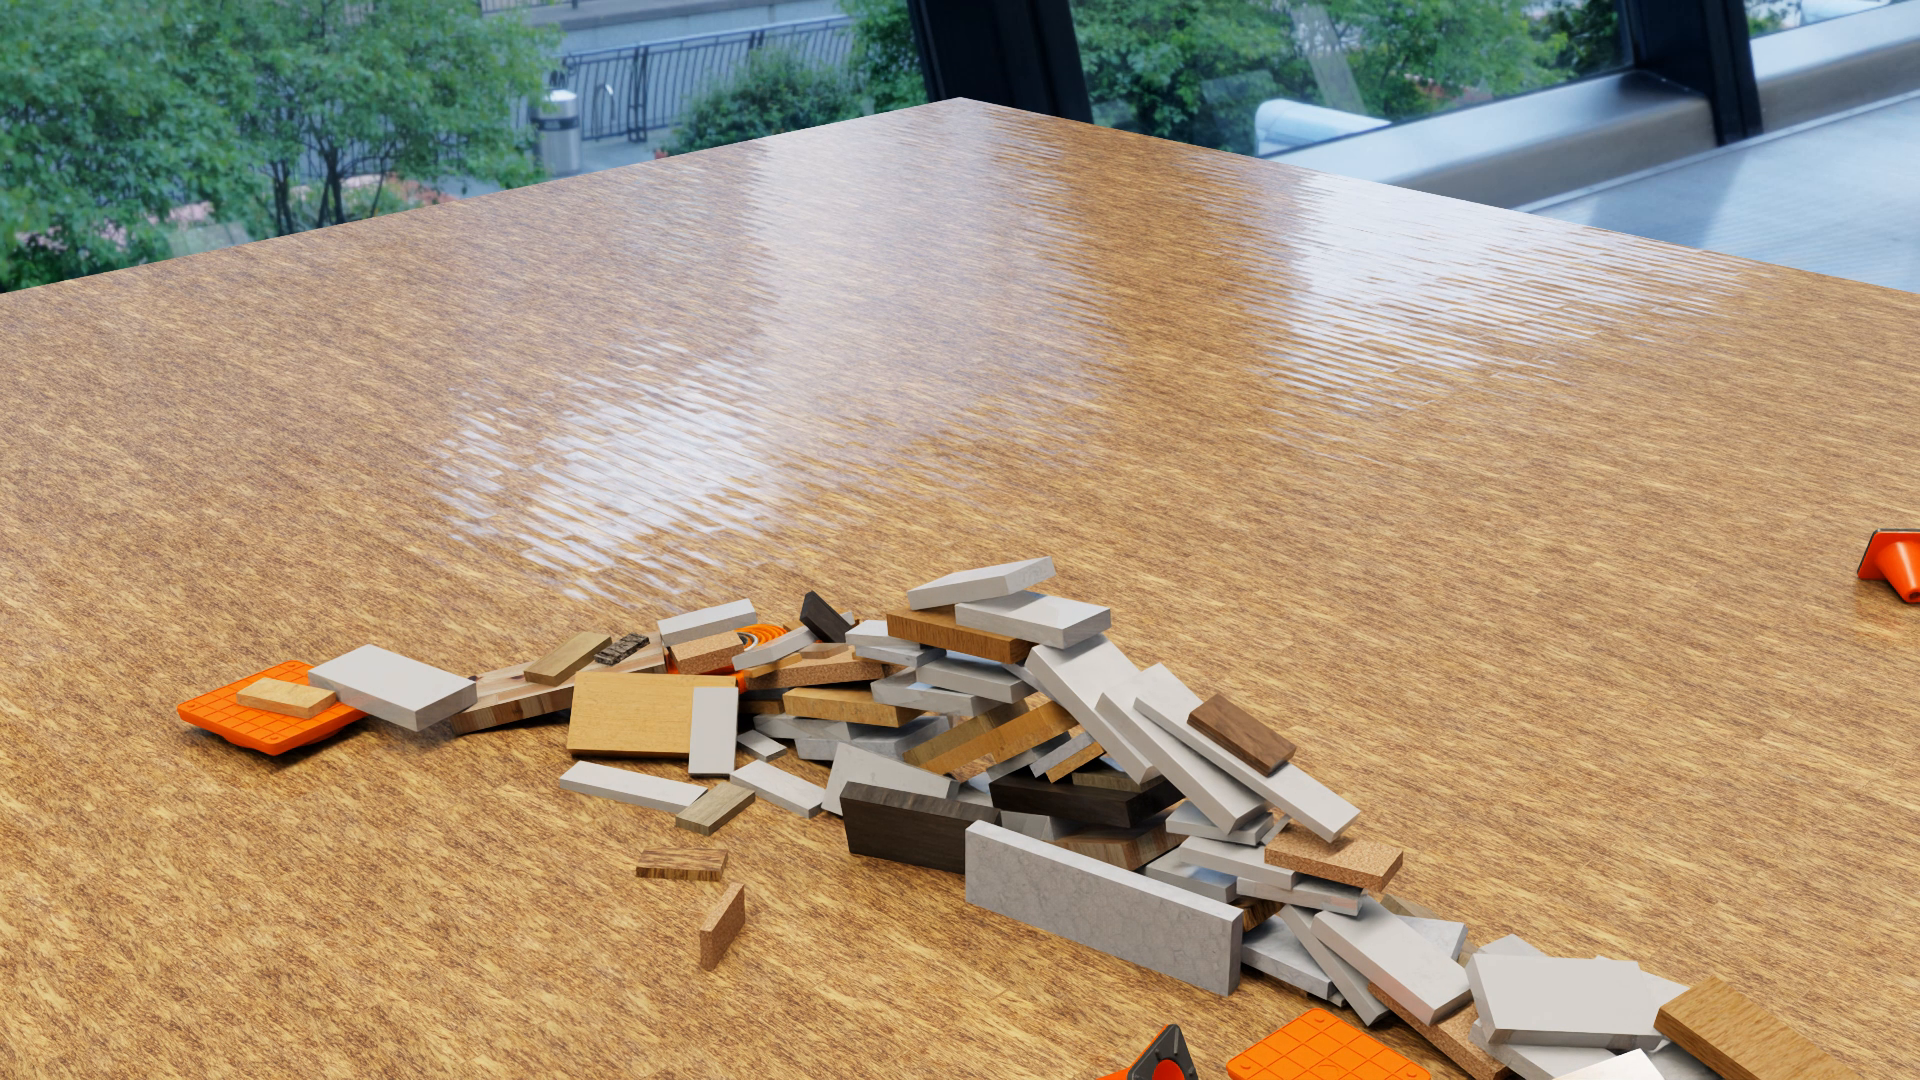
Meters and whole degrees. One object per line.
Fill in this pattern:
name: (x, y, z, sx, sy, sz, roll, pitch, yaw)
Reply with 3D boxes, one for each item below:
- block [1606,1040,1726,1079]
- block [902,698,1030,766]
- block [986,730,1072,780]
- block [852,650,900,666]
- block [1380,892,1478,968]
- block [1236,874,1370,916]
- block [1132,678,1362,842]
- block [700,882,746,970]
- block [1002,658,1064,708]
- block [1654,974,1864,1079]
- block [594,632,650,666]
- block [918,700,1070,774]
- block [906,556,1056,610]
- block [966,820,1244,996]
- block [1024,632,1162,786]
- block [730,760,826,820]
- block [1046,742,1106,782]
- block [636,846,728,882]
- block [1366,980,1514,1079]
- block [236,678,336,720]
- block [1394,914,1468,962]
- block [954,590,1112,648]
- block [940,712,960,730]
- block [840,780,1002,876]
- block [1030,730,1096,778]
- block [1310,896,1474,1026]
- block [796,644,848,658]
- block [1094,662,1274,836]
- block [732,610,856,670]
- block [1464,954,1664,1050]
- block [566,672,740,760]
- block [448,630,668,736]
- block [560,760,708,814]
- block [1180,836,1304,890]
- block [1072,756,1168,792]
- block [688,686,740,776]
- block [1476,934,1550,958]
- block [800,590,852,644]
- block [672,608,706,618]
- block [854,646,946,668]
block: (1.197, 0.878, 3.647, 0.122, 0.035, 0.244, -11, 26, -25)
block: (0.011, 0.385, 4.393, 0.131, 0.037, 0.261, -22, -6, -42)
block: (0.134, 0.419, 4.269, 0.093, 0.026, 0.185, -23, -6, -33)
block: (-0.155, 0.231, 4.456, 0.116, 0.016, 0.058, 5, 19, 35)
block: (0.888, 0.737, 3.904, 0.122, 0.035, 0.335, 24, 8, -33)
block: (0.606, 0.603, 3.871, 0.214, 0.030, 0.107, 7, 23, 22)
block: (0.507, 0.388, 3.914, 0.438, 0.025, 0.089, 34, 40, 26)
block: (-0.432, 0.702, 4.002, 0.023, 0.082, 0.164, 6, 24, 14)
block: (0.182, 0.264, 4.185, 0.086, 0.024, 0.208, -19, 39, -39)
block: (1.382, 0.896, 3.477, 0.149, 0.042, 0.576, -17, 38, -35)
block: (-0.749, 0.242, 4.872, 0.057, 0.016, 0.114, 11, 33, 40)
block: (0.071, 0.390, 4.327, 0.131, 0.037, 0.454, -22, -6, -41)
block: (0.040, 0.085, 4.314, 0.276, 0.039, 0.138, -11, 8, 45)
block: (0.253, 0.664, 3.996, 0.556, 0.156, 0.044, 15, 27, 31)
block: (0.289, 0.302, 4.090, 0.164, 0.047, 0.329, -19, 53, -39)
block: (-0.365, 0.512, 4.524, 0.228, 0.023, 0.081, 19, 29, 37)
block: (0.243, 0.402, 4.123, 0.086, 0.024, 0.173, -21, -11, -41)
block: (-0.537, 0.626, 4.257, 0.163, 0.023, 0.081, 2, 23, 5)
block: (0.836, 0.807, 3.725, 0.133, 0.038, 0.266, -16, 41, -40)
block: (-1.459, 0.342, 4.762, 0.188, 0.027, 0.094, 9, 22, 20)
block: (0.762, 0.706, 3.925, 0.290, 0.022, 0.076, -1, 48, 42)
block: (0.139, 0.146, 4.213, 0.276, 0.039, 0.138, 11, 23, 42)
block: (-0.015, 0.338, 4.829, 0.030, 0.105, 0.211, 3, 23, 7)
block: (-0.070, 0.560, 4.232, 0.312, 0.156, 0.044, 8, 41, 18)
block: (0.219, 0.390, 4.146, 0.093, 0.026, 0.185, -21, -11, -40)
block: (0.745, 0.714, 3.771, 0.133, 0.038, 0.266, -17, 41, -40)
block: (-0.301, 0.237, 4.705, 0.057, 0.016, 0.147, -20, 9, -32)
block: (0.422, 0.375, 3.990, 0.164, 0.047, 0.343, -22, 55, -41)
block: (-0.362, 0.220, 4.817, 0.105, 0.030, 0.343, -16, 4, 30)
block: (1.006, 0.769, 3.664, 0.298, 0.042, 0.149, 5, 42, -11)
block: (-0.652, 0.374, 4.679, 0.345, 0.049, 0.172, 2, 68, 4)
block: (-0.885, 0.313, 4.854, 0.475, 0.049, 0.172, -14, 25, -6)
block: (-0.672, 0.511, 4.528, 0.304, 0.023, 0.082, 9, 25, 21)
block: (0.510, 0.560, 3.907, 0.214, 0.030, 0.107, 11, 24, 30)
block: (0.300, 0.436, 4.089, 0.086, 0.024, 0.173, -22, 15, -41)
block: (-0.516, 0.403, 4.618, 0.094, 0.027, 0.188, 0, 68, 1)
block: (0.979, 0.741, 3.879, 0.089, 0.025, 0.178, 32, 16, 29)
block: (-0.241, 0.235, 4.862, 0.023, 0.303, 0.080, -27, 34, 30)
block: (-0.604, 0.175, 4.975, 0.090, 0.013, 0.045, -15, 18, -12)
block: (-0.119, 0.219, 4.409, 0.173, 0.024, 0.086, 8, 21, 42)
